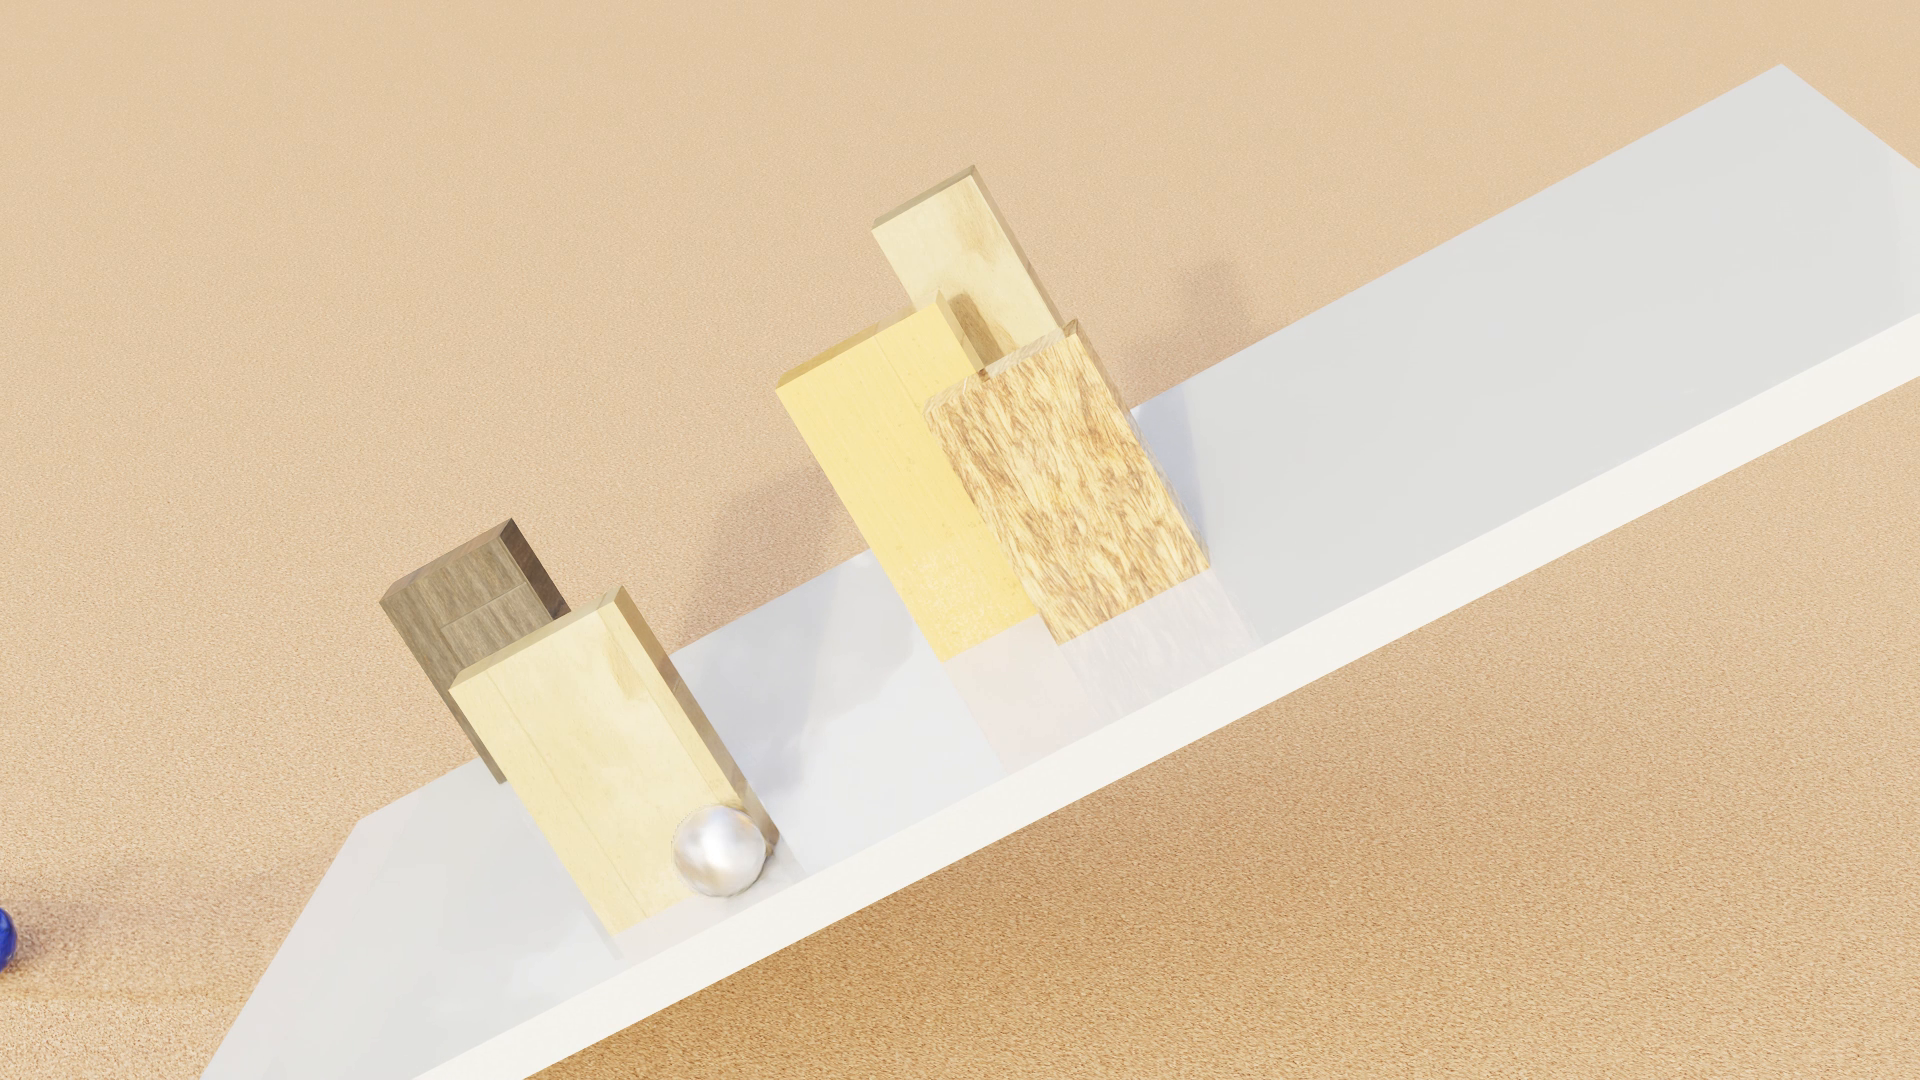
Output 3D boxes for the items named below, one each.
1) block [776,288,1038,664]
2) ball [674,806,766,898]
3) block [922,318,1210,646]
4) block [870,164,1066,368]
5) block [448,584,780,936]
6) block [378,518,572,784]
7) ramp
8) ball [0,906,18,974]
[{"bbox_3d":[-0.042,-0.128,6.078,0.377,0.676,0.119,-28,15,12],"label":"block"},{"bbox_3d":[-0.451,0.585,5.521,0.173,0.173,0.173,0,18,0],"label":"ball"},{"bbox_3d":[0.211,-0.112,5.785,0.342,0.542,0.122,-28,15,12],"label":"block"},{"bbox_3d":[0.117,-0.411,6.466,0.249,0.797,0.121,-28,15,12],"label":"block"},{"bbox_3d":[-0.658,0.426,5.640,0.371,0.584,0.098,-28,15,12],"label":"block"},{"bbox_3d":[-1.105,0.272,7.149,0.347,0.540,0.145,-28,15,12],"label":"block"},{"bbox_3d":[0.142,0.168,6.284,4.000,0.100,2.000,-28,15,12],"label":"ramp"},{"bbox_3d":[-2.322,0.946,6.932,0.195,0.195,0.195,0,18,0],"label":"ball"}]
